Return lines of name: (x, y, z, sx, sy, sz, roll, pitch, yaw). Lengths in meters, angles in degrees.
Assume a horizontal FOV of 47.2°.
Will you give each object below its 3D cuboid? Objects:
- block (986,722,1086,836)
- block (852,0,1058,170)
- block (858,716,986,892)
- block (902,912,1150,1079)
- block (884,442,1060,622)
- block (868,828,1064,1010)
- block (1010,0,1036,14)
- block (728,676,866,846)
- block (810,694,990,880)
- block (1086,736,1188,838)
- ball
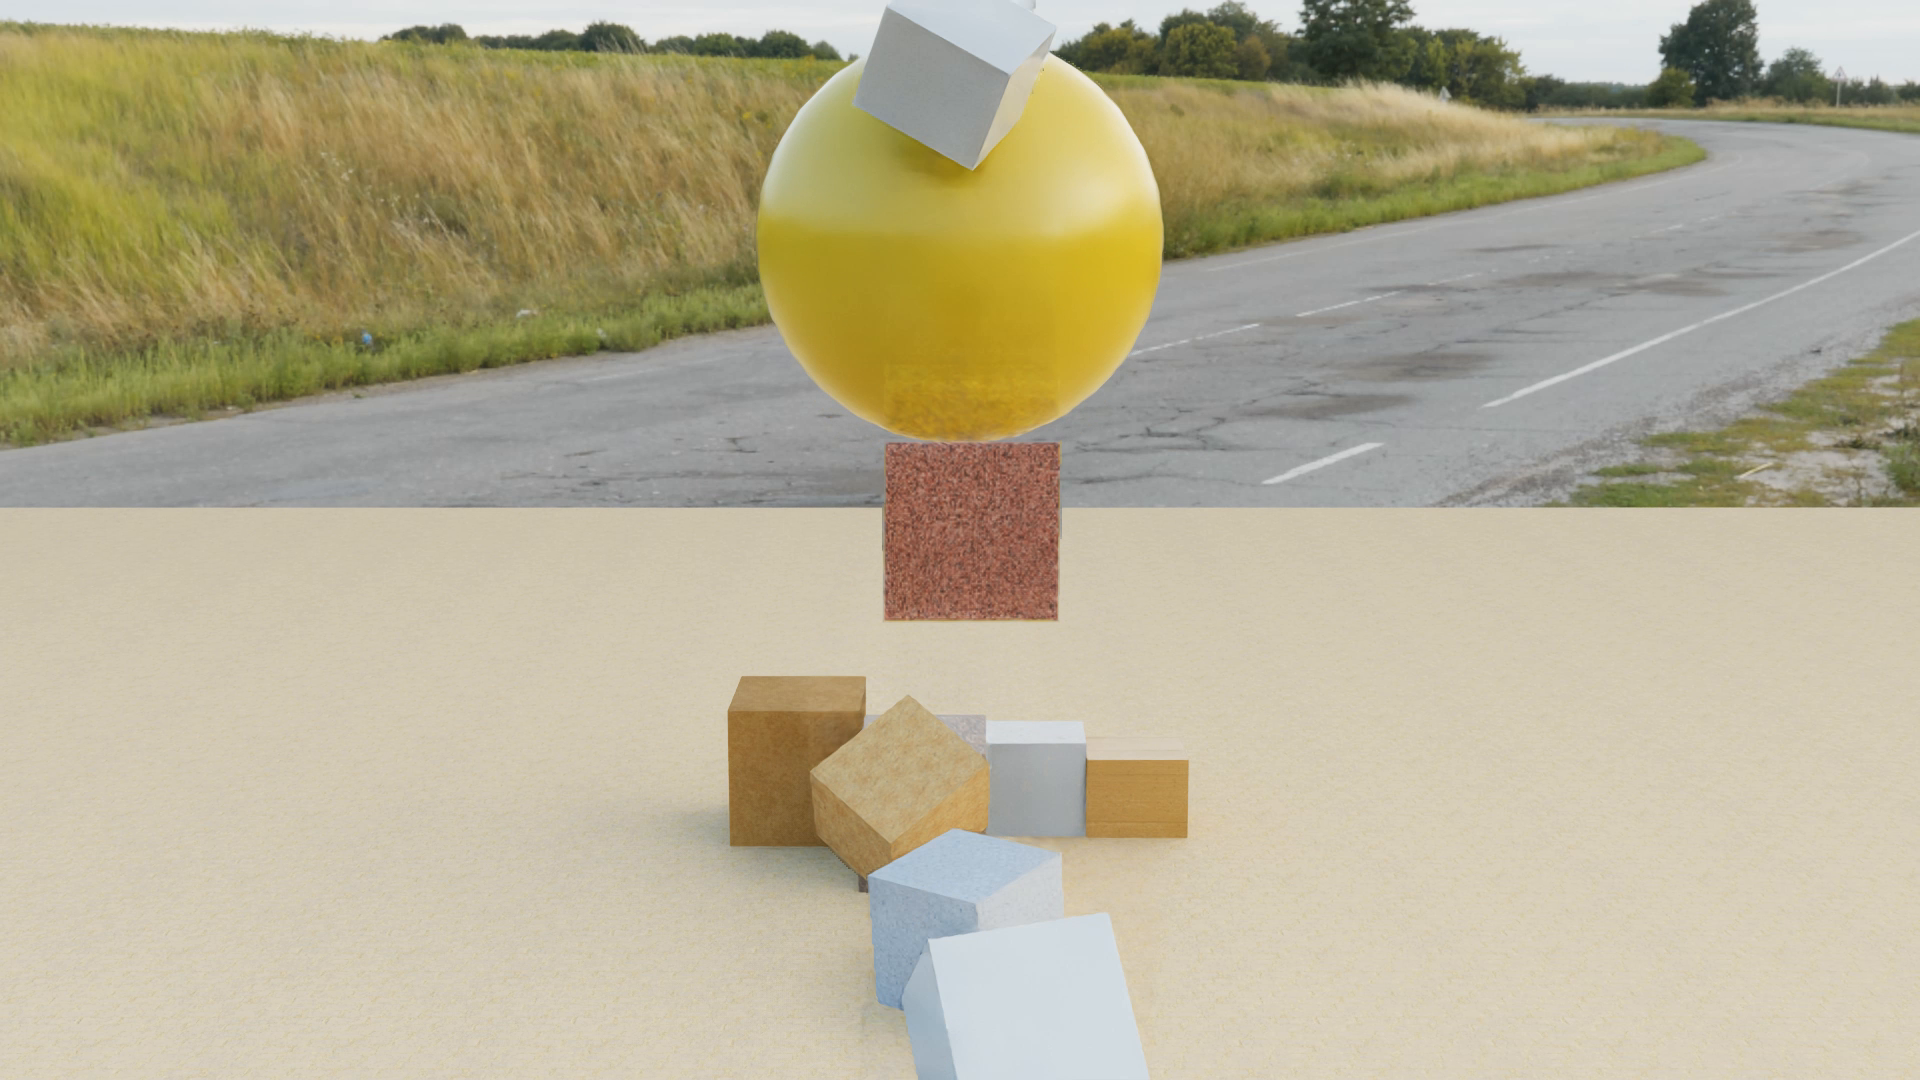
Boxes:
block: (0.389, 1.234, 11.403, 0.508, 0.491, 0.430, 0, 10, 0)
block: (-0.018, -1.652, 7.656, 0.486, 0.409, 0.427, 30, 42, 5)
block: (-0.175, 1.271, 10.685, 0.602, 0.677, 0.710, 0, 10, 0)
block: (0.218, 1.722, 7.225, 0.607, 0.745, 0.626, -6, -27, -14)
block: (0.036, -0.033, 7.095, 0.536, 0.547, 0.644, 0, 2, 0)
block: (0.036, 1.597, 9.049, 0.555, 0.566, 0.575, 8, 19, 37)
block: (0.021, -2.104, 8.211, 0.435, 0.423, 0.378, -5, 33, -17)
block: (-0.828, 1.132, 11.375, 0.661, 0.702, 0.730, 0, 10, 0)
block: (-0.263, 1.155, 9.814, 0.593, 0.510, 0.516, -37, 59, -26)
block: (0.902, 1.276, 11.397, 0.516, 0.411, 0.451, 0, 10, 0)
ball: (0.000, -1.176, 8.633, 1.600, 1.600, 1.600, 0, 10, 0)
